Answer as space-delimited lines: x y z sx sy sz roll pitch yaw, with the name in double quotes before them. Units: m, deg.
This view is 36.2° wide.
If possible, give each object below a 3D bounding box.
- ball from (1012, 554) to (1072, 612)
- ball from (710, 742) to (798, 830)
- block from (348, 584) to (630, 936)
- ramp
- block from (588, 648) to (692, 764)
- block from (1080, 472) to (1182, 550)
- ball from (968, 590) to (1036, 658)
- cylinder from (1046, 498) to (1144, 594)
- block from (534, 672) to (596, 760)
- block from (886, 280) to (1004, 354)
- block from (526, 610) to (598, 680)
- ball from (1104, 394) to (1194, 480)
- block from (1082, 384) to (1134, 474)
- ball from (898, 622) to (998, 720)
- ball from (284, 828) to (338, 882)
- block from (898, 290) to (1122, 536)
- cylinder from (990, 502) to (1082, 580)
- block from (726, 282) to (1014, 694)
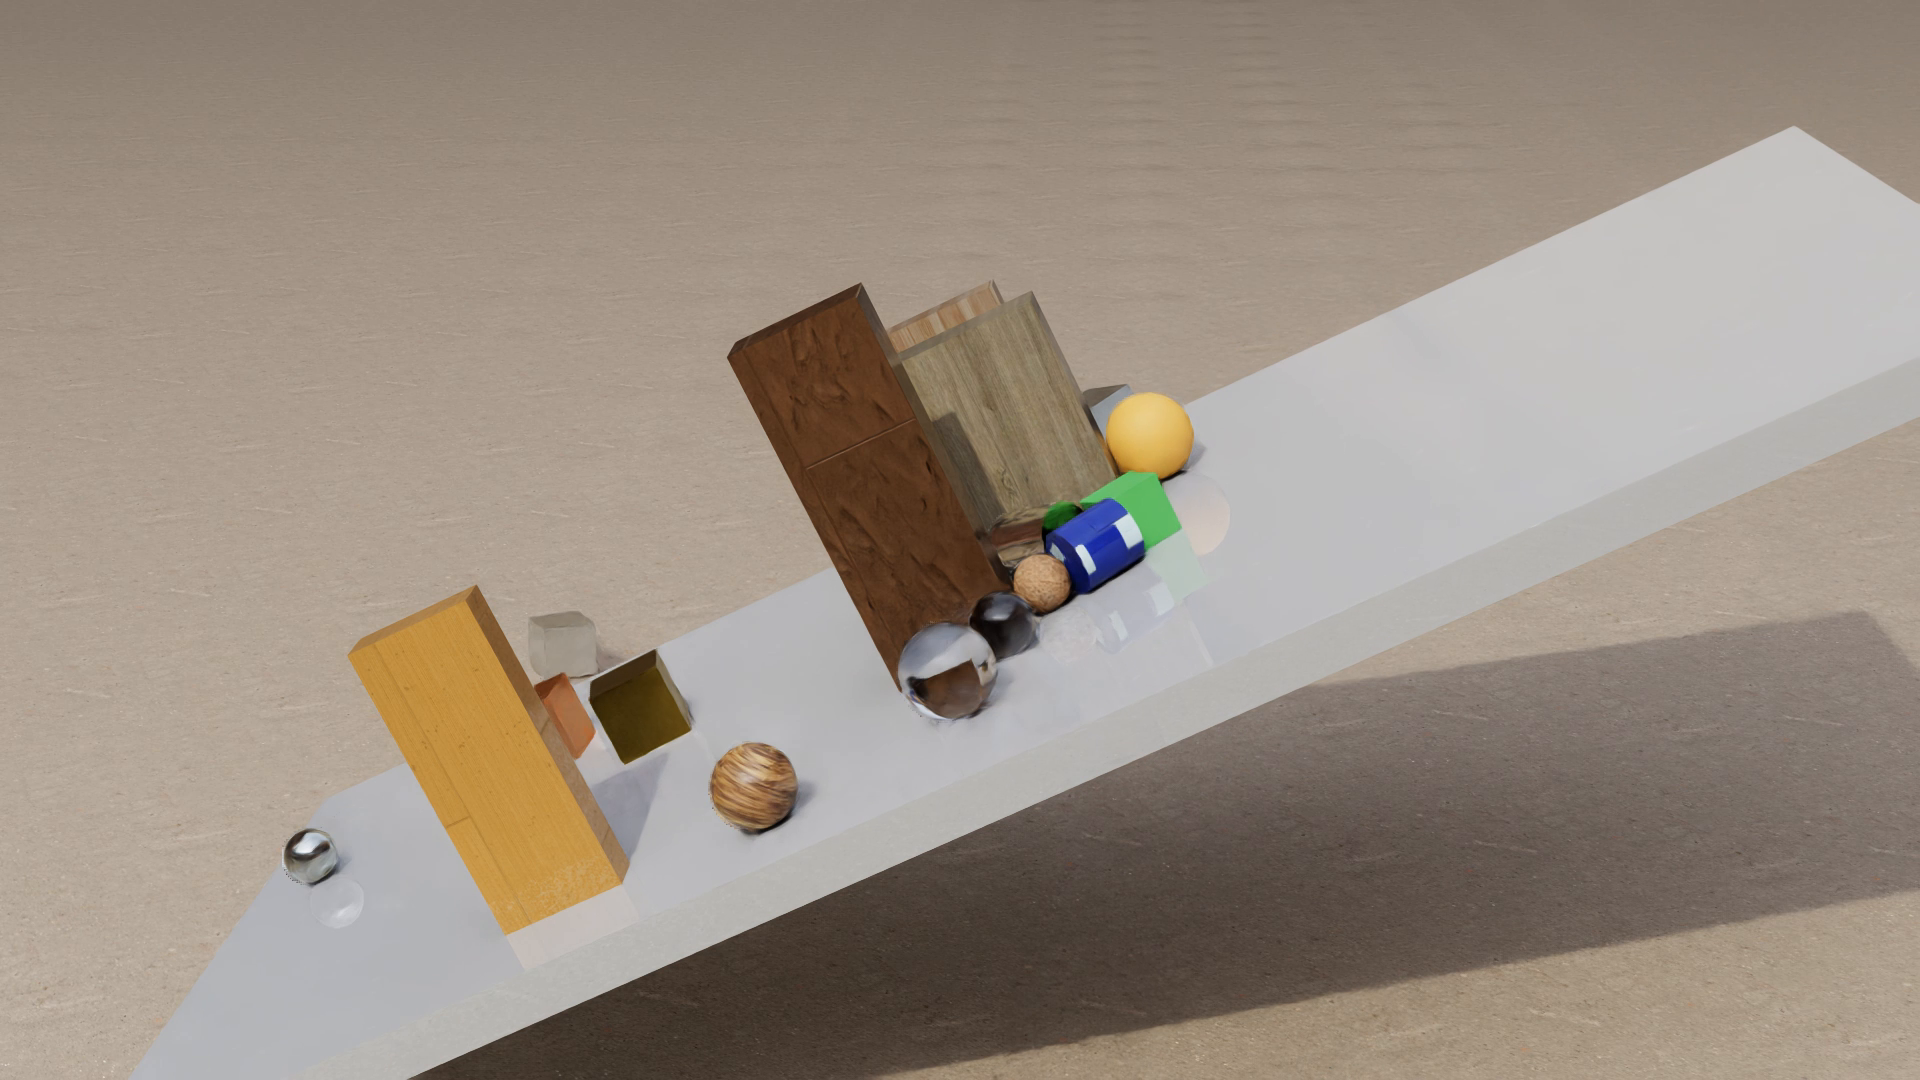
"ball" 0.168 0.089 6.043 0.120 0.120 0.120 0 16 0
"ball" -0.391 0.467 5.581 0.166 0.166 0.166 0 16 0
"block" -0.907 0.428 5.691 0.259 0.635 0.104 -25 13 9
"ramp" 0.137 0.168 6.281 4.000 0.100 2.000 -25 13 9
"block" -0.714 0.371 6.559 0.167 0.167 0.167 -27 13 0
"block" 0.360 -0.054 6.192 0.131 0.131 0.131 -31 14 -18
"ball" 0.084 0.168 5.872 0.136 0.136 0.136 0 16 0
"cylinder" 0.278 0.012 6.067 0.146 0.146 0.146 -32 29 -22
"block" -0.968 0.434 6.814 0.162 0.162 0.162 -23 14 14
"block" 0.002 -0.265 6.790 0.424 0.538 0.082 -25 13 9
"block" -1.190 0.315 8.792 0.158 0.158 0.158 -8 15 -25
"ball" 0.424 -0.230 6.589 0.199 0.199 0.199 0 16 0
"block" 0.323 -0.245 6.901 0.171 0.171 0.171 -34 15 -27
"ball" -0.024 0.251 5.644 0.190 0.190 0.190 0 16 0
"ball" -1.499 0.729 6.795 0.124 0.124 0.124 0 16 0
"block" 0.097 -0.226 6.492 0.384 0.523 0.123 -25 13 9
"cylinder" 0.173 0.011 6.244 0.160 0.160 0.160 -13 3 44
"block" -0.160 -0.103 5.964 0.286 0.778 0.144 -25 13 9
